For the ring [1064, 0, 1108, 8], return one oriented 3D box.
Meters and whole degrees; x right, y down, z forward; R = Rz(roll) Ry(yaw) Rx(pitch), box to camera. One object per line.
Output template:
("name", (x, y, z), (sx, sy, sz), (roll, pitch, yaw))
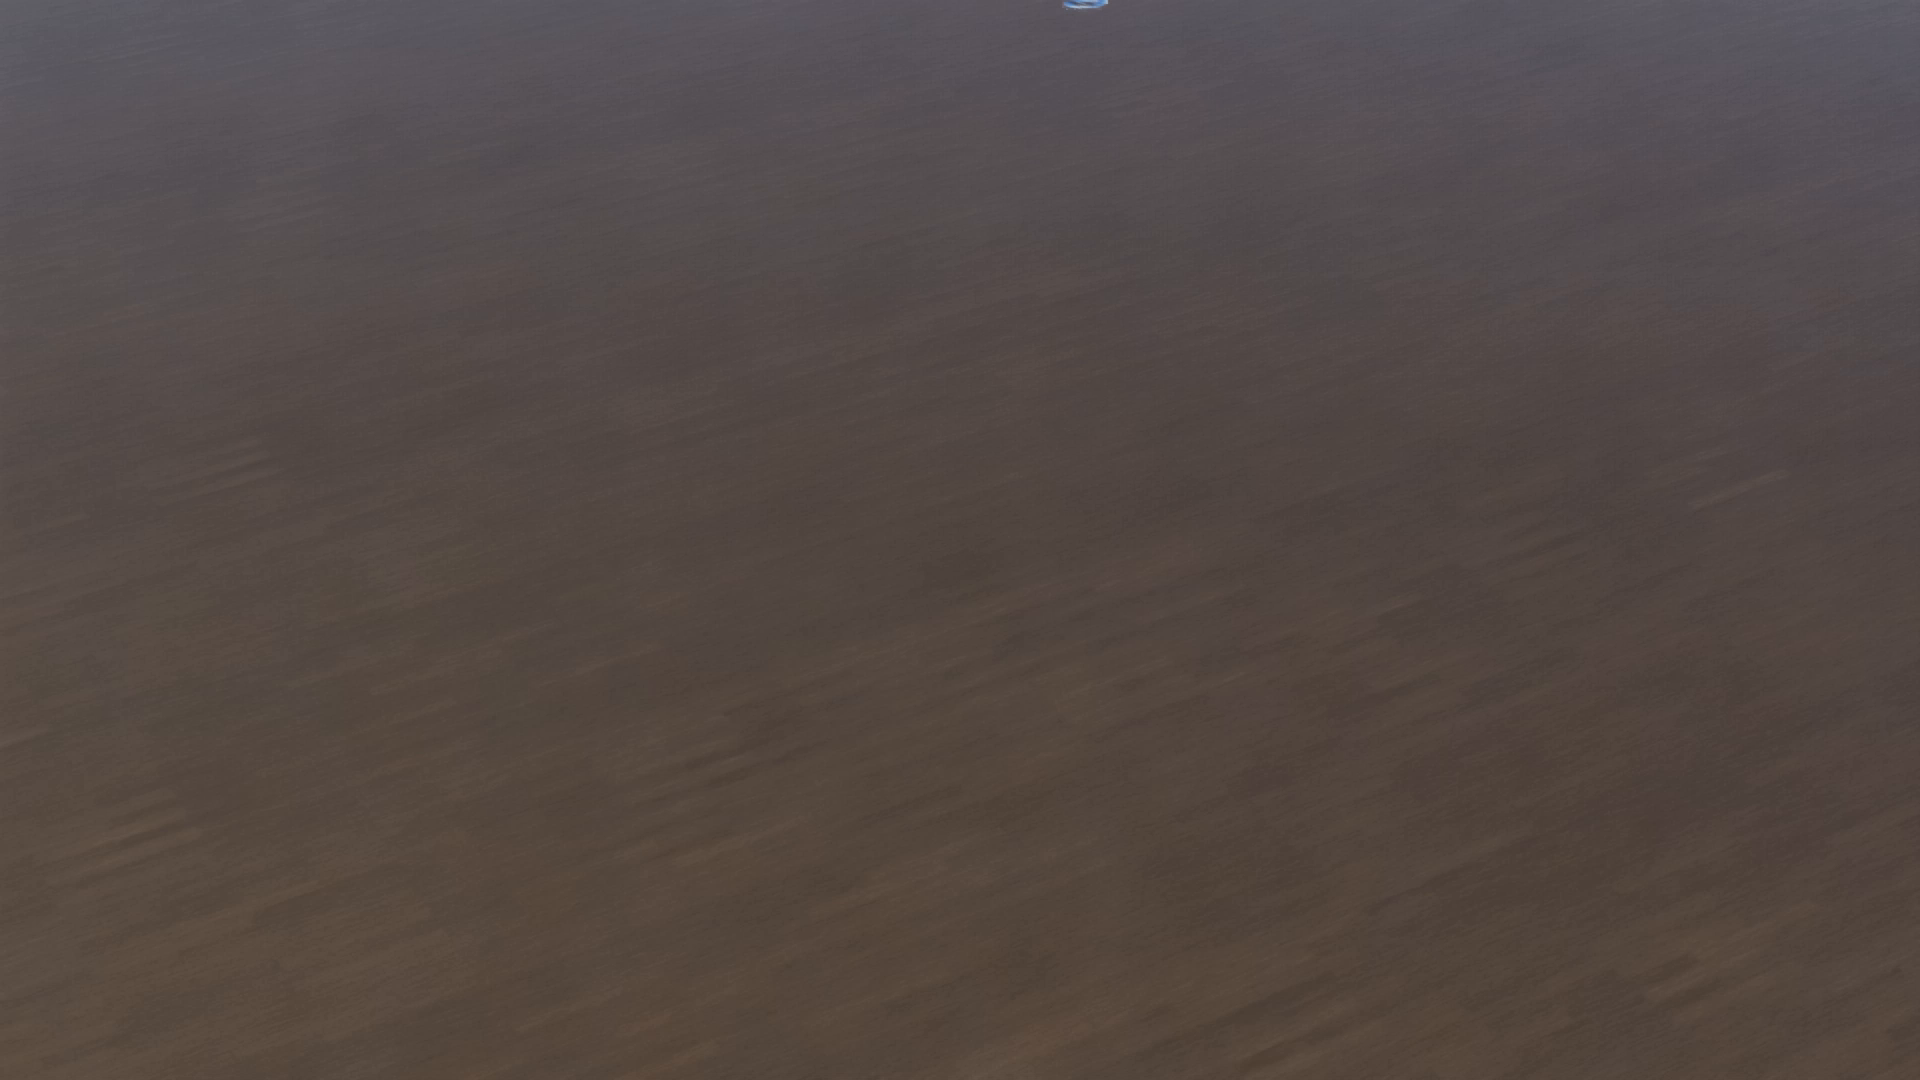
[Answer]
("ring", (0.395, -1.686, 9.198), (0.148, 0.018, 0.075), (5, 36, 27))
